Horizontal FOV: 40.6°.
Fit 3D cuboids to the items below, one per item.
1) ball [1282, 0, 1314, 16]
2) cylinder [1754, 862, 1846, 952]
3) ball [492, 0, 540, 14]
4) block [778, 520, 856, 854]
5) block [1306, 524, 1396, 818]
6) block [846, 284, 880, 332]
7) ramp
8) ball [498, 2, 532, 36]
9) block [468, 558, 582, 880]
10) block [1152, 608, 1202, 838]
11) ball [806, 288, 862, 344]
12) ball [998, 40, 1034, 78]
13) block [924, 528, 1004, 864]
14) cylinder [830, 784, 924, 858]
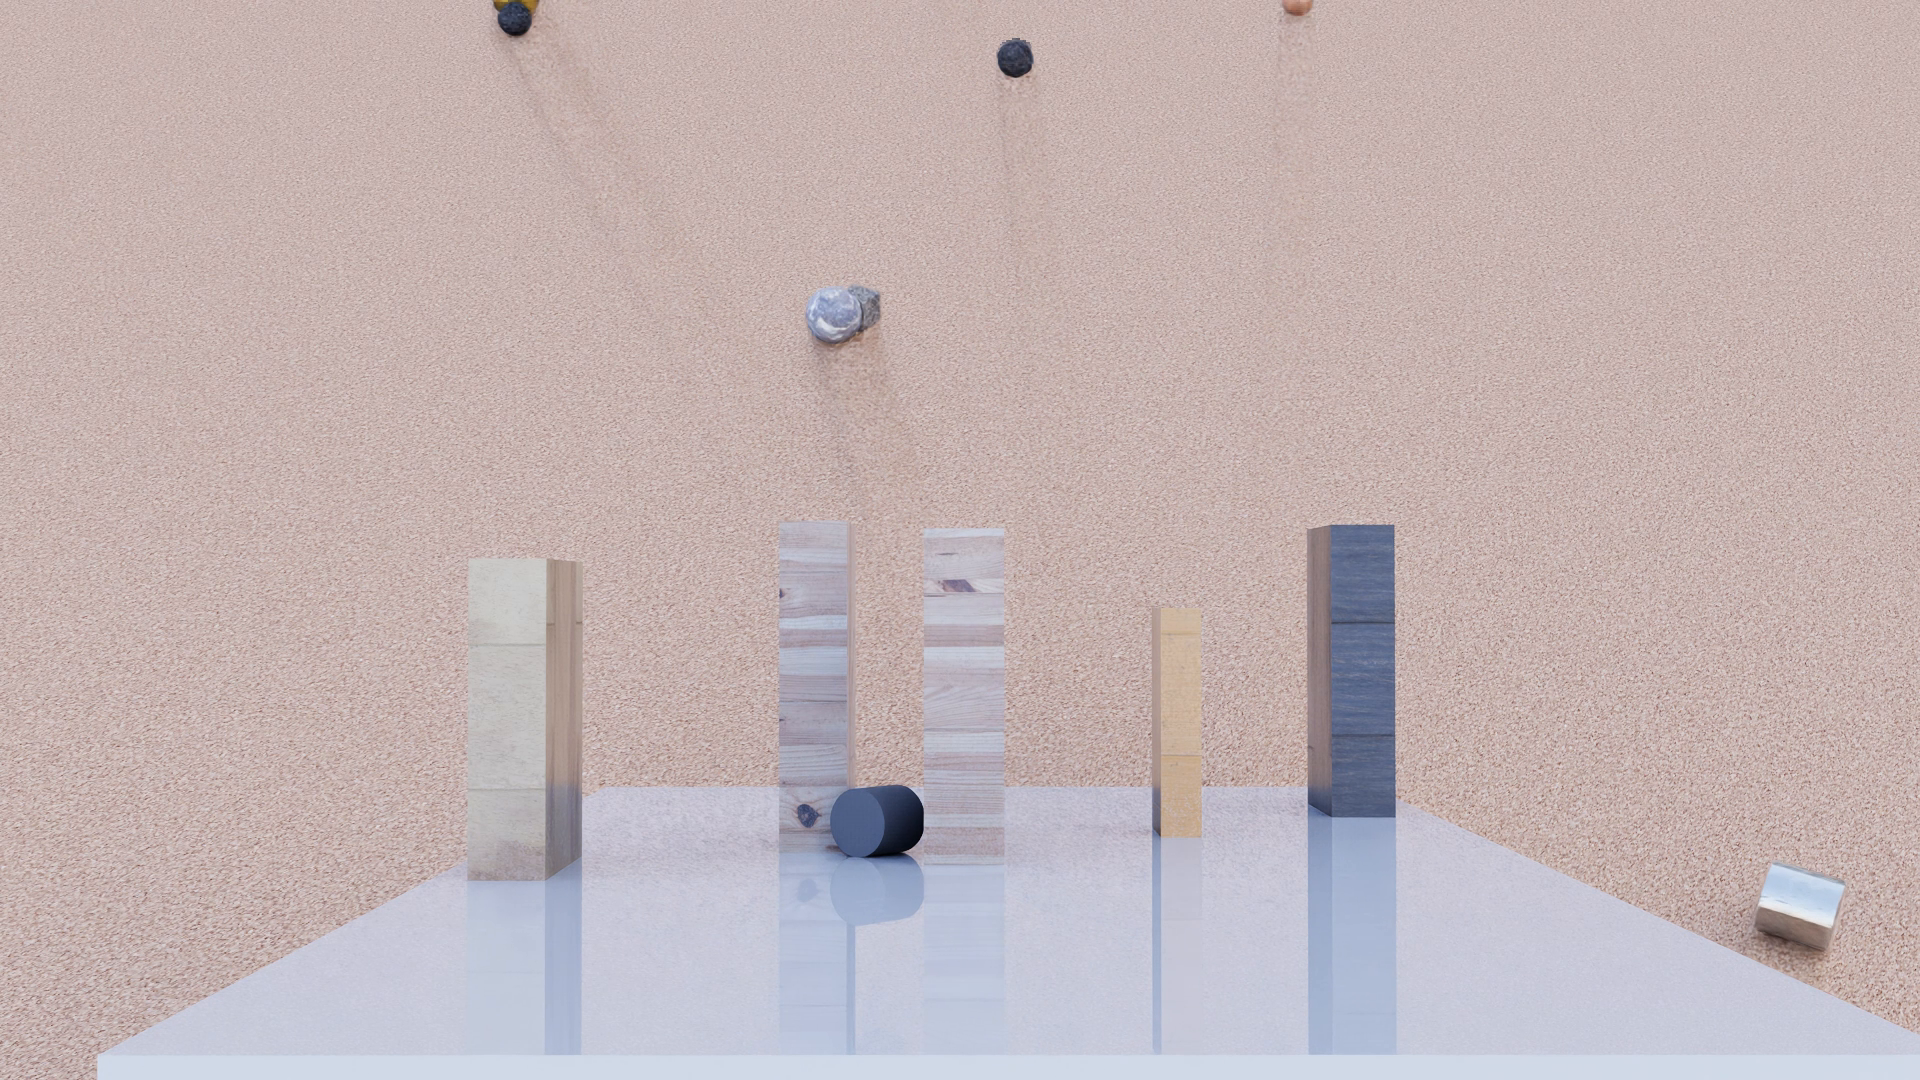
[{"bbox_3d":[1.471,-2.352,11.298,0.138,0.138,0.138,0,34,0],"label":"ball"},{"bbox_3d":[2.067,0.901,6.387,0.175,0.175,0.175,16,37,23],"label":"cylinder"},{"bbox_3d":[-1.926,-2.357,11.246,0.205,0.205,0.205,0,34,0],"label":"ball"},{"bbox_3d":[-0.284,0.288,5.219,0.131,0.641,0.418,0,-1,0],"label":"block"},{"bbox_3d":[0.906,0.299,6.030,0.143,0.657,0.406,0,-1,0],"label":"block"},{"bbox_3d":[-0.352,-0.804,9.003,0.109,0.109,0.109,19,38,26],"label":"block"},{"bbox_3d":[0.075,0.649,4.781,2.000,0.100,4.000,0,-1,0],"label":"ramp"},{"bbox_3d":[-1.907,-2.232,11.115,0.143,0.143,0.143,0,34,0],"label":"ball"},{"bbox_3d":[-0.789,0.318,4.737,0.135,0.560,0.441,0,-1,0],"label":"block"},{"bbox_3d":[0.455,0.379,5.462,0.084,0.471,0.248,0,-1,0],"label":"block"},{"bbox_3d":[-0.430,-0.767,8.874,0.191,0.191,0.191,0,34,0],"label":"ball"},{"bbox_3d":[0.230,-1.993,10.750,0.150,0.150,0.150,0,34,0],"label":"ball"},{"bbox_3d":[0.007,0.293,4.986,0.149,0.620,0.396,0,-1,0],"label":"block"},{"bbox_3d":[-0.158,0.538,4.978,0.130,0.130,0.130,26,13,33],"label":"cylinder"}]
